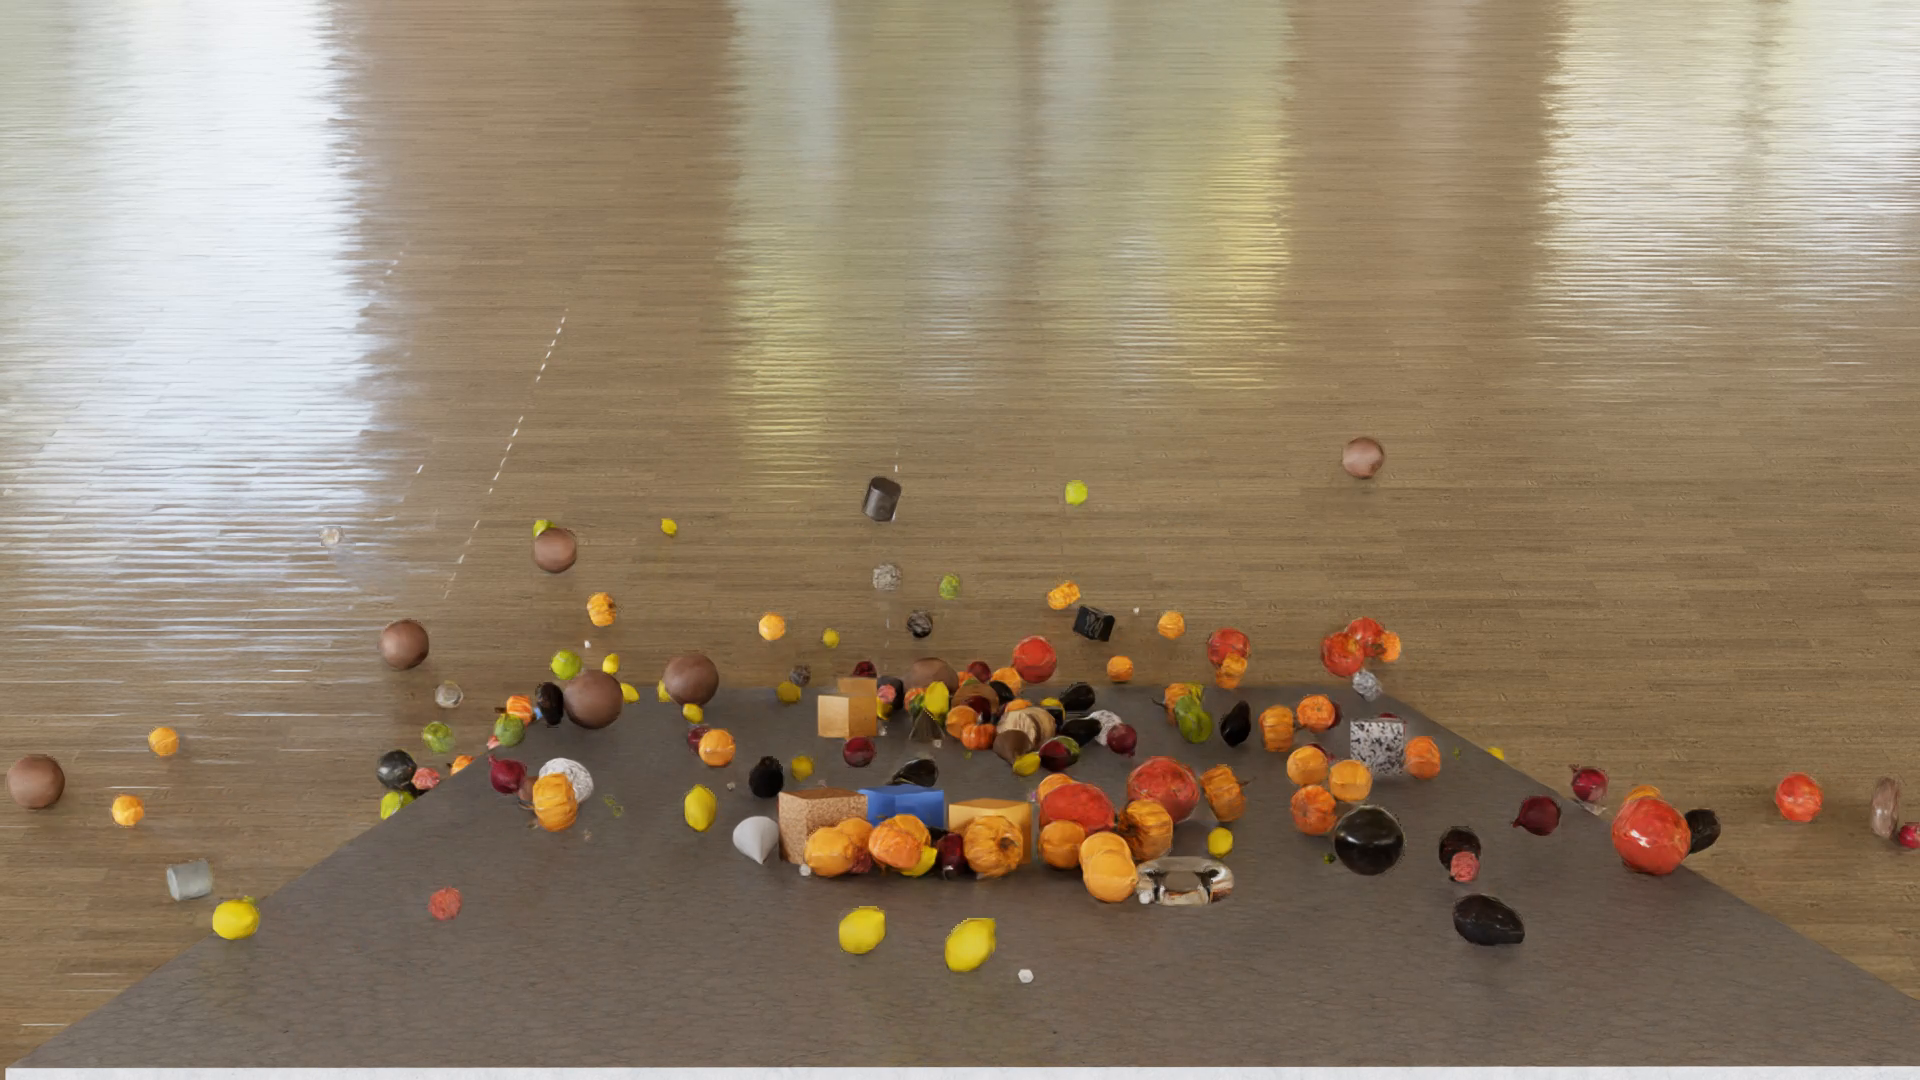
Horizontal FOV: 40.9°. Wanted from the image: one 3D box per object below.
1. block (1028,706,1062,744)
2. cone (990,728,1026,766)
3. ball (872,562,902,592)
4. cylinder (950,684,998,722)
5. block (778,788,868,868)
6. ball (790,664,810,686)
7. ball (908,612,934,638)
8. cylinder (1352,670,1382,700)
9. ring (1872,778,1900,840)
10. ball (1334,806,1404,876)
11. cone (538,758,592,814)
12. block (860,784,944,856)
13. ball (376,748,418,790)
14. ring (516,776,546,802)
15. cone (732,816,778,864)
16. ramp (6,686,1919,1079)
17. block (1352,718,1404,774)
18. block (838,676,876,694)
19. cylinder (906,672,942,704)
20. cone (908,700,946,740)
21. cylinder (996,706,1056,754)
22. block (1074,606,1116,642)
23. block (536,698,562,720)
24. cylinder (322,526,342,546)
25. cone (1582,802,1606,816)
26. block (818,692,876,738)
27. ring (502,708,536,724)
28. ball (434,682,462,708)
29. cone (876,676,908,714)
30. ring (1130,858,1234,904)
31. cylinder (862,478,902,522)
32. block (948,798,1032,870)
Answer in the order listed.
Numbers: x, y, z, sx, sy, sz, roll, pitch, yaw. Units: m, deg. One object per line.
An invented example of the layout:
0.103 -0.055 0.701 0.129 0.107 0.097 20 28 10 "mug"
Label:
0.176 0.382 5.339 0.069 0.069 0.069 0 2 0 "block"
0.105 0.415 4.960 0.072 0.072 0.072 -9 52 -20 "cone"
-0.207 0.105 7.270 0.084 0.084 0.084 0 24 0 "ball"
0.033 0.362 5.704 0.084 0.084 0.084 9 1 19 "cylinder"
-0.203 0.425 3.813 0.099 0.099 0.099 -1 2 -28 "block"
-0.407 0.345 6.568 0.054 0.054 0.054 0 24 0 "ball"
-0.109 0.230 7.005 0.071 0.071 0.071 0 24 0 "ball"
0.944 0.338 5.966 0.055 0.055 0.055 18 -12 35 "cylinder"
2.157 0.626 6.000 0.048 0.143 0.143 4 23 29 "ring"
0.583 0.429 3.676 0.099 0.099 0.099 0 24 0 "ball"
-0.676 0.433 4.331 0.096 0.096 0.096 4 29 8 "cone"
-0.089 0.424 3.913 0.091 0.091 0.091 -2 3 -37 "block"
-1.365 0.555 6.236 0.099 0.099 0.099 0 24 0 "ball"
-0.714 0.432 4.474 0.111 0.037 0.111 -1 3 0 "ring"
-0.297 0.458 3.805 0.072 0.072 0.072 -4 29 -8 "cone"
0.055 0.497 4.545 2.000 0.100 4.000 0 2 0 "ramp"
0.785 0.387 4.846 0.096 0.096 0.096 0 2 9 "block"
-0.236 0.357 5.881 0.080 0.080 0.080 0 2 -9 "block"
-0.085 0.352 6.096 0.073 0.073 0.073 6 25 10 "cylinder"
-0.069 0.375 5.401 0.080 0.080 0.080 0 2 0 "cone"
0.133 0.380 5.135 0.088 0.088 0.088 15 10 31 "cylinder"
0.364 0.227 6.983 0.071 0.071 0.071 10 11 -46 "block"
-1.026 0.450 6.514 0.064 0.064 0.064 16 26 32 "block"
-1.813 -0.012 7.435 0.053 0.053 0.053 -3 2 -6 "cylinder"
1.094 0.468 4.446 0.055 0.055 0.055 -32 30 -6 "cone"
-0.238 0.370 5.440 0.087 0.087 0.087 2 3 40 "block"
-0.975 0.389 5.697 0.077 0.026 0.077 7 4 0 "ring"
-1.315 0.399 6.624 0.070 0.070 0.070 0 24 0 "ball"
-0.174 0.375 5.902 0.093 0.093 0.093 6 30 12 "cone"
0.301 0.462 3.490 0.143 0.048 0.143 -1 3 0 "ring"
-0.234 -0.120 7.675 0.096 0.096 0.096 15 28 -8 "cylinder"
0.045 0.431 3.790 0.087 0.087 0.087 2 3 38 "block"
